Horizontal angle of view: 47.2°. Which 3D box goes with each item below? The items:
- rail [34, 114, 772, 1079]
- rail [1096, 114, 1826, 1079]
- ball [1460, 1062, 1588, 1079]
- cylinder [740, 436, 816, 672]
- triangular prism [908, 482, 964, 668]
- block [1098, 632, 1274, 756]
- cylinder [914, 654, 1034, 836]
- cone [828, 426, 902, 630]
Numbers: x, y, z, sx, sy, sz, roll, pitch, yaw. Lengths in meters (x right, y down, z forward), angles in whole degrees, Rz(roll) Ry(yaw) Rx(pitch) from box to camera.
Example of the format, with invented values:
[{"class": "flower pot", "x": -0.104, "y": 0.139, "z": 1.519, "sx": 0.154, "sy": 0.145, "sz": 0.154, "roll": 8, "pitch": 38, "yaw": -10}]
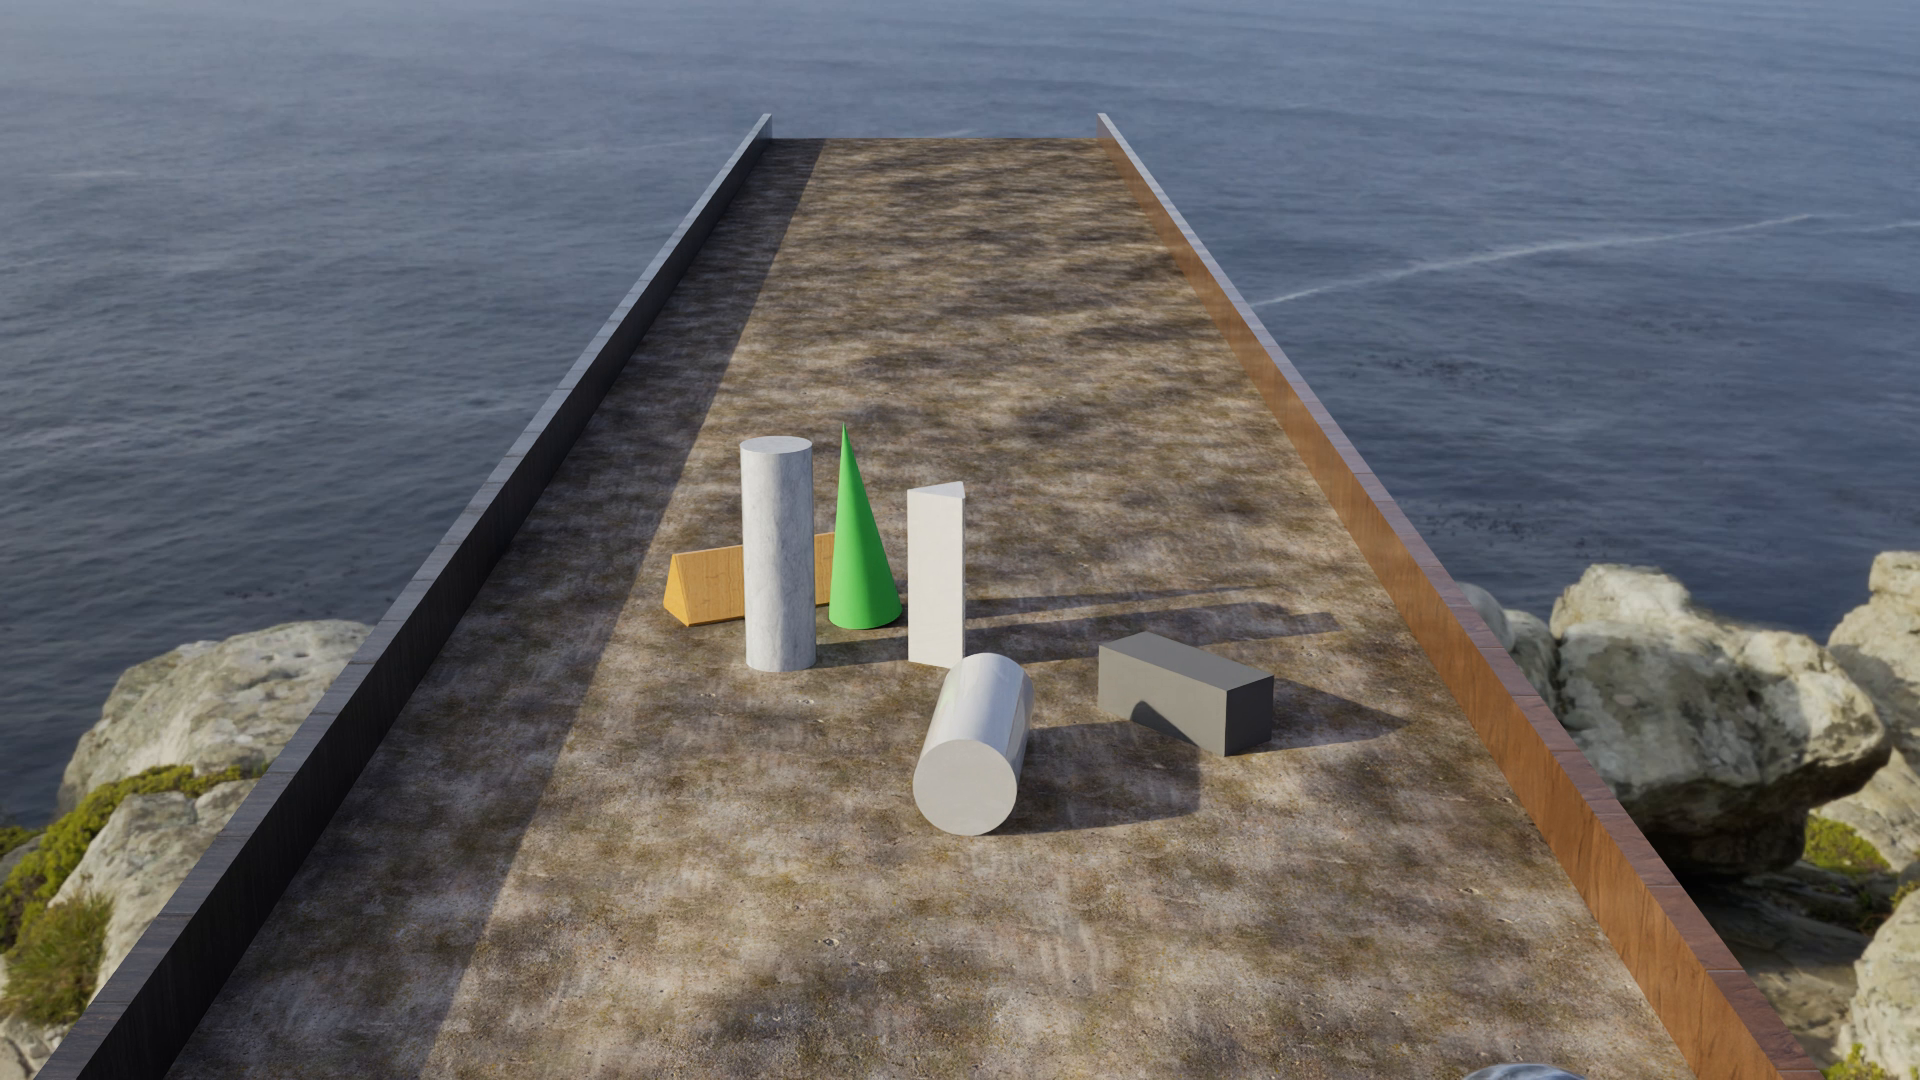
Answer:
[{"class": "rail", "x": -1.118, "y": -0.838, "z": 7.780, "sx": 0.050, "sy": 0.150, "sz": 12.000, "roll": 0, "pitch": 17, "yaw": -1}, {"class": "rail", "x": 0.932, "y": -0.844, "z": 7.801, "sx": 0.050, "sy": 0.150, "sz": 12.000, "roll": 0, "pitch": 17, "yaw": -1}, {"class": "ball", "x": 0.615, "y": 0.705, "z": 2.368, "sx": 0.278, "sy": 0.278, "sz": 0.278, "roll": 0, "pitch": 17, "yaw": 0}, {"class": "cylinder", "x": -0.359, "y": 0.027, "z": 4.352, "sx": 0.141, "sy": 0.446, "sz": 0.141, "roll": 0, "pitch": 17, "yaw": 0}, {"class": "triangular prism", "x": -0.023, "y": 0.066, "z": 4.383, "sx": 0.126, "sy": 0.354, "sz": 0.109, "roll": 8, "pitch": 19, "yaw": 26}, {"class": "block", "x": 0.414, "y": 0.281, "z": 4.063, "sx": 0.126, "sy": 0.126, "sz": 0.323, "roll": -14, "pitch": 21, "yaw": -39}, {"class": "cylinder", "x": 0.029, "y": 0.343, "z": 3.773, "sx": 0.170, "sy": 0.170, "sz": 0.418, "roll": 2, "pitch": 17, "yaw": 6}, {"class": "cone", "x": -0.219, "y": -0.044, "z": 4.576, "sx": 0.157, "sy": 0.436, "sz": 0.157, "roll": -4, "pitch": 24, "yaw": 2}]
